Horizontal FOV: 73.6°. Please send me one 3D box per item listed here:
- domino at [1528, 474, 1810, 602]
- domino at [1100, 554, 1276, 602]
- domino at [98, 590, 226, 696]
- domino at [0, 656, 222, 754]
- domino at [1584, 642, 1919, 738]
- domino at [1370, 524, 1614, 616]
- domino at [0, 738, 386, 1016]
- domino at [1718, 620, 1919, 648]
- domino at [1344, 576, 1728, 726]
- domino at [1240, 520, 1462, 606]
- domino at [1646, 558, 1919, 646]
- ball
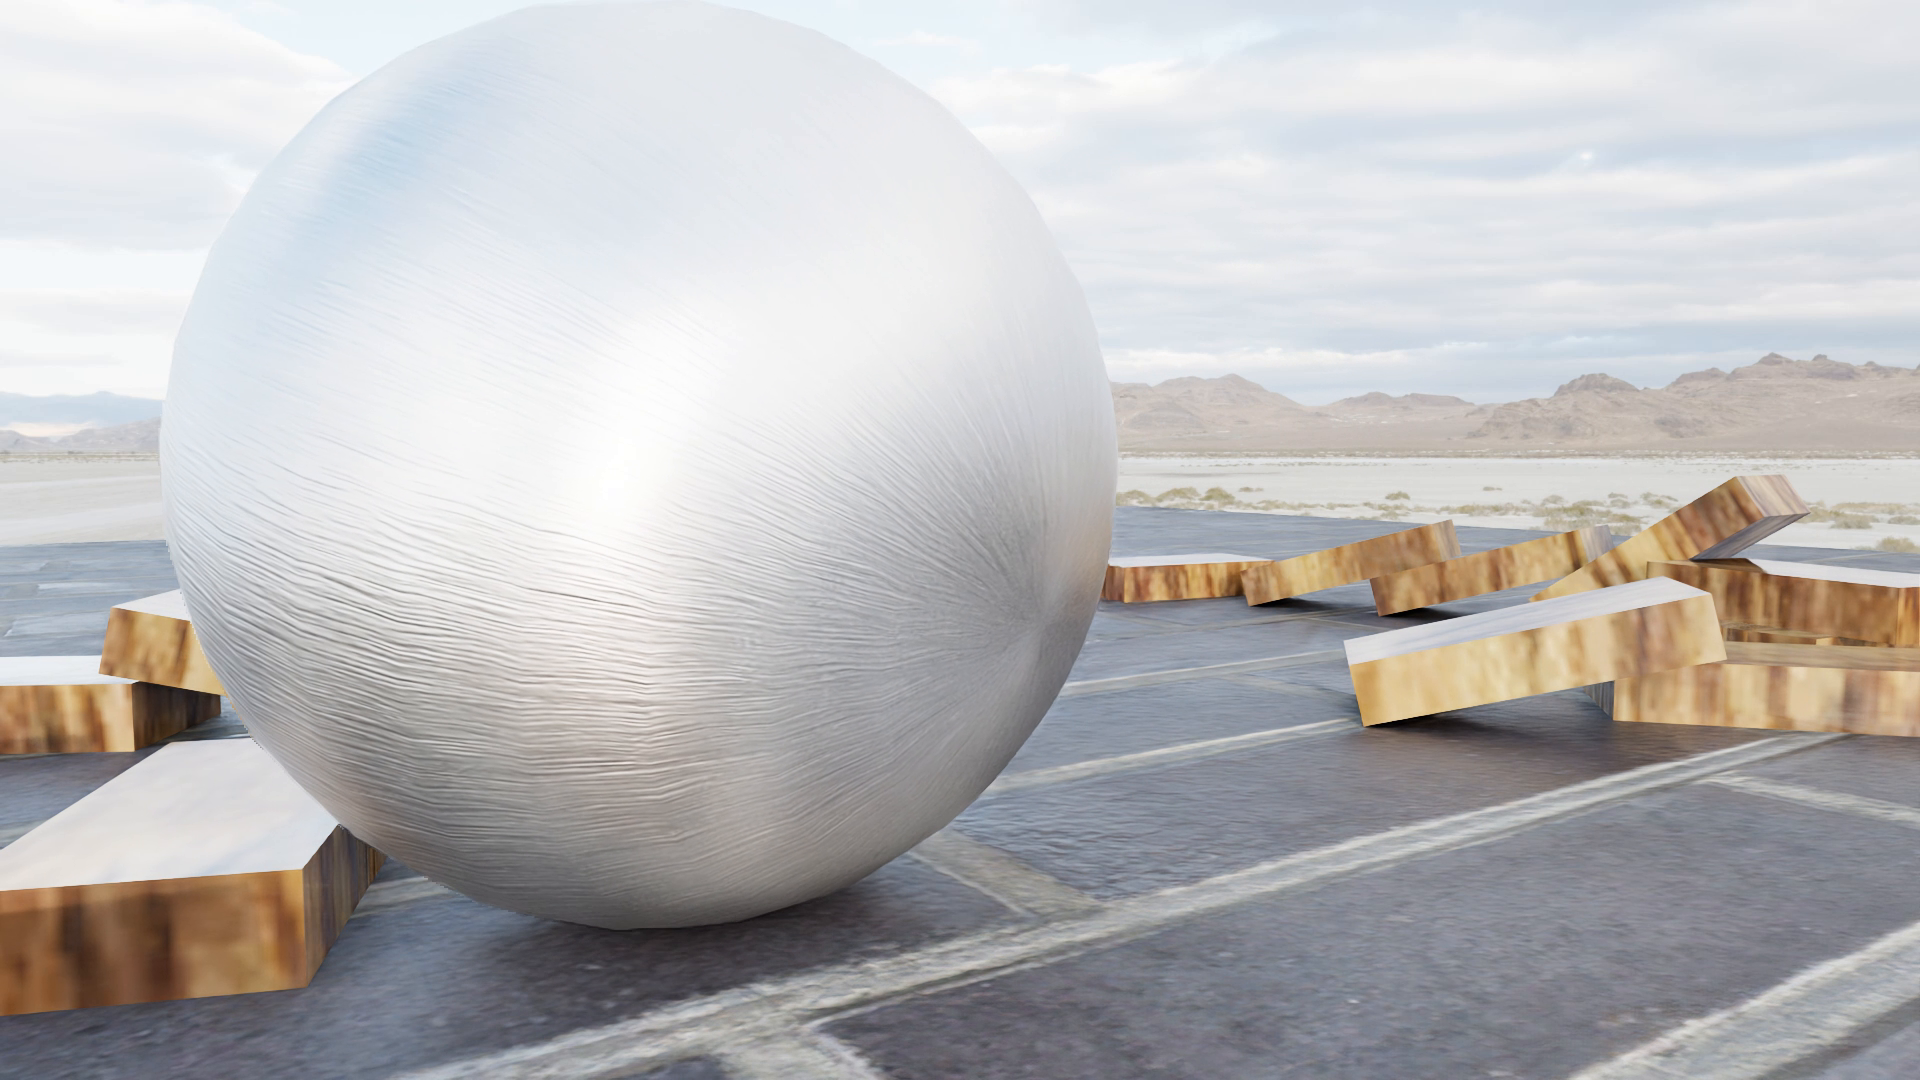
[{"bbox_3d":[0.152,0.004,0.276,0.025,0.009,0.050,-3,-29,-38],"label":"domino"},{"bbox_3d":[0.062,0.010,0.366,0.050,0.009,0.025,-2,5,-25],"label":"domino"},{"bbox_3d":[-0.096,0.018,0.193,0.050,0.009,0.025,12,2,-10],"label":"domino"},{"bbox_3d":[-0.140,0.024,0.188,0.050,0.010,0.025,0,4,-5],"label":"domino"},{"bbox_3d":[0.128,0.023,0.202,0.050,0.009,0.025,1,4,16],"label":"domino"},{"bbox_3d":[0.129,0.008,0.311,0.050,0.009,0.025,-18,-8,40],"label":"domino"},{"bbox_3d":[-0.069,0.029,0.121,0.025,0.010,0.050,-1,4,-14],"label":"domino"},{"bbox_3d":[0.161,0.020,0.240,0.050,0.010,0.025,-2,5,-29],"label":"domino"},{"bbox_3d":[0.086,0.017,0.199,0.050,0.009,0.025,-14,1,15],"label":"domino"},{"bbox_3d":[0.102,0.006,0.334,0.050,0.010,0.025,-16,-5,31],"label":"domino"},{"bbox_3d":[0.158,0.010,0.238,0.025,0.009,0.050,-1,5,-19],"label":"domino"},{"bbox_3d":[-0.026,-0.006,0.117,0.080,0.080,0.080,0,4,0],"label":"ball"}]
